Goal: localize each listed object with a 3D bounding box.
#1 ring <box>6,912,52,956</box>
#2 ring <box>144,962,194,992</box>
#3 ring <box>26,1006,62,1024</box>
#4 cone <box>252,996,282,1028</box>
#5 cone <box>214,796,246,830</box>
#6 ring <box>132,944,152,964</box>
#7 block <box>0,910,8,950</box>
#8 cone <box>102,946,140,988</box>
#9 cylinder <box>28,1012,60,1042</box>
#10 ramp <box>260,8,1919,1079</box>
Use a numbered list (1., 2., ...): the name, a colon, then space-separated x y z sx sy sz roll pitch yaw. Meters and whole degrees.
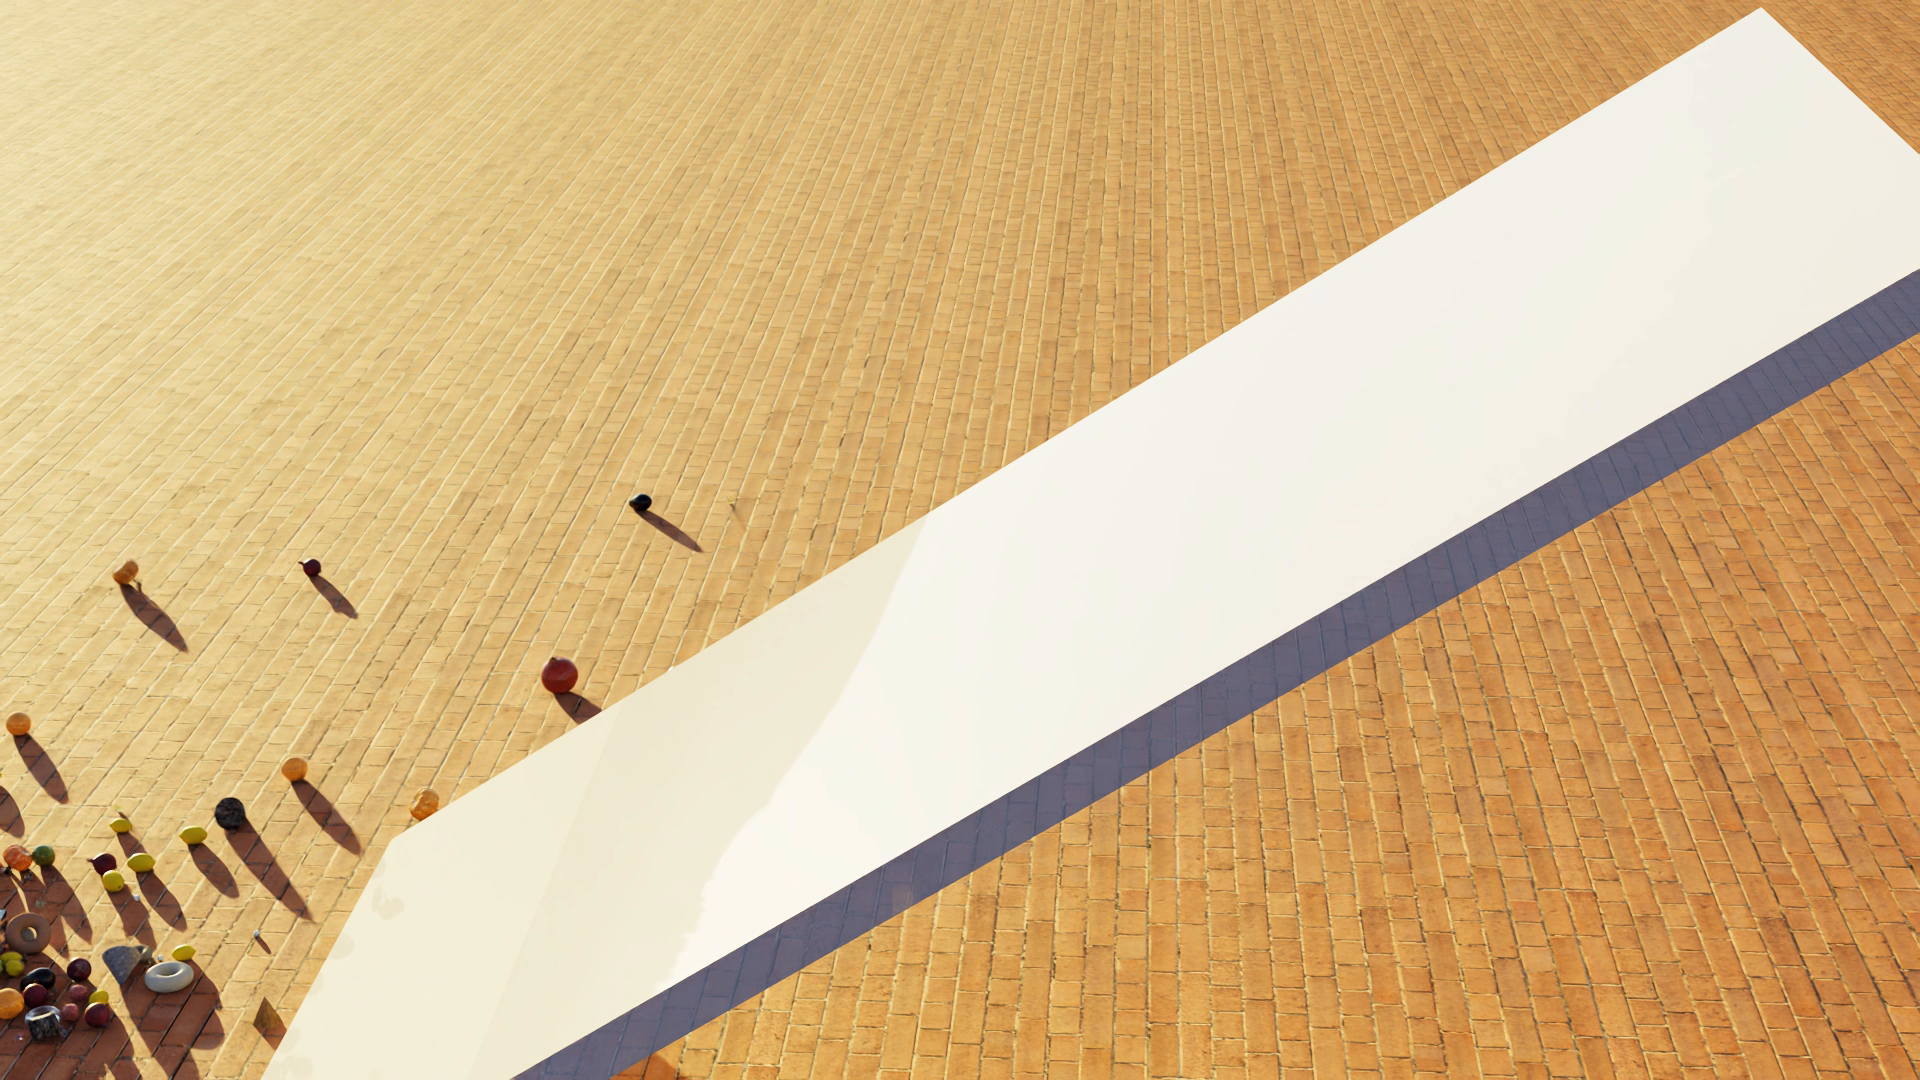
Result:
1. ring: -2.313 0.978 7.303 0.111 0.037 0.111 8 61 -15
2. ring: -1.921 1.061 7.145 0.117 0.039 0.117 0 19 0
3. ring: -2.173 1.132 6.974 0.083 0.028 0.083 1 21 0
4. cone: -1.646 1.111 6.970 0.068 0.068 0.068 0 20 0
5. cone: -1.963 0.745 7.990 0.090 0.090 0.090 5 -6 13
6. ring: -2.032 1.024 7.265 0.075 0.025 0.075 -1 20 0
7. block: -2.420 0.974 7.327 0.075 0.075 0.075 -2 21 -4
8. cone: -2.043 1.053 7.165 0.092 0.092 0.092 -4 47 -11
9. cylinder: -2.150 1.143 6.906 0.054 0.054 0.054 -15 25 -35
10. ramp: 0.139 0.171 6.297 4.000 0.100 2.000 -31 16 14
